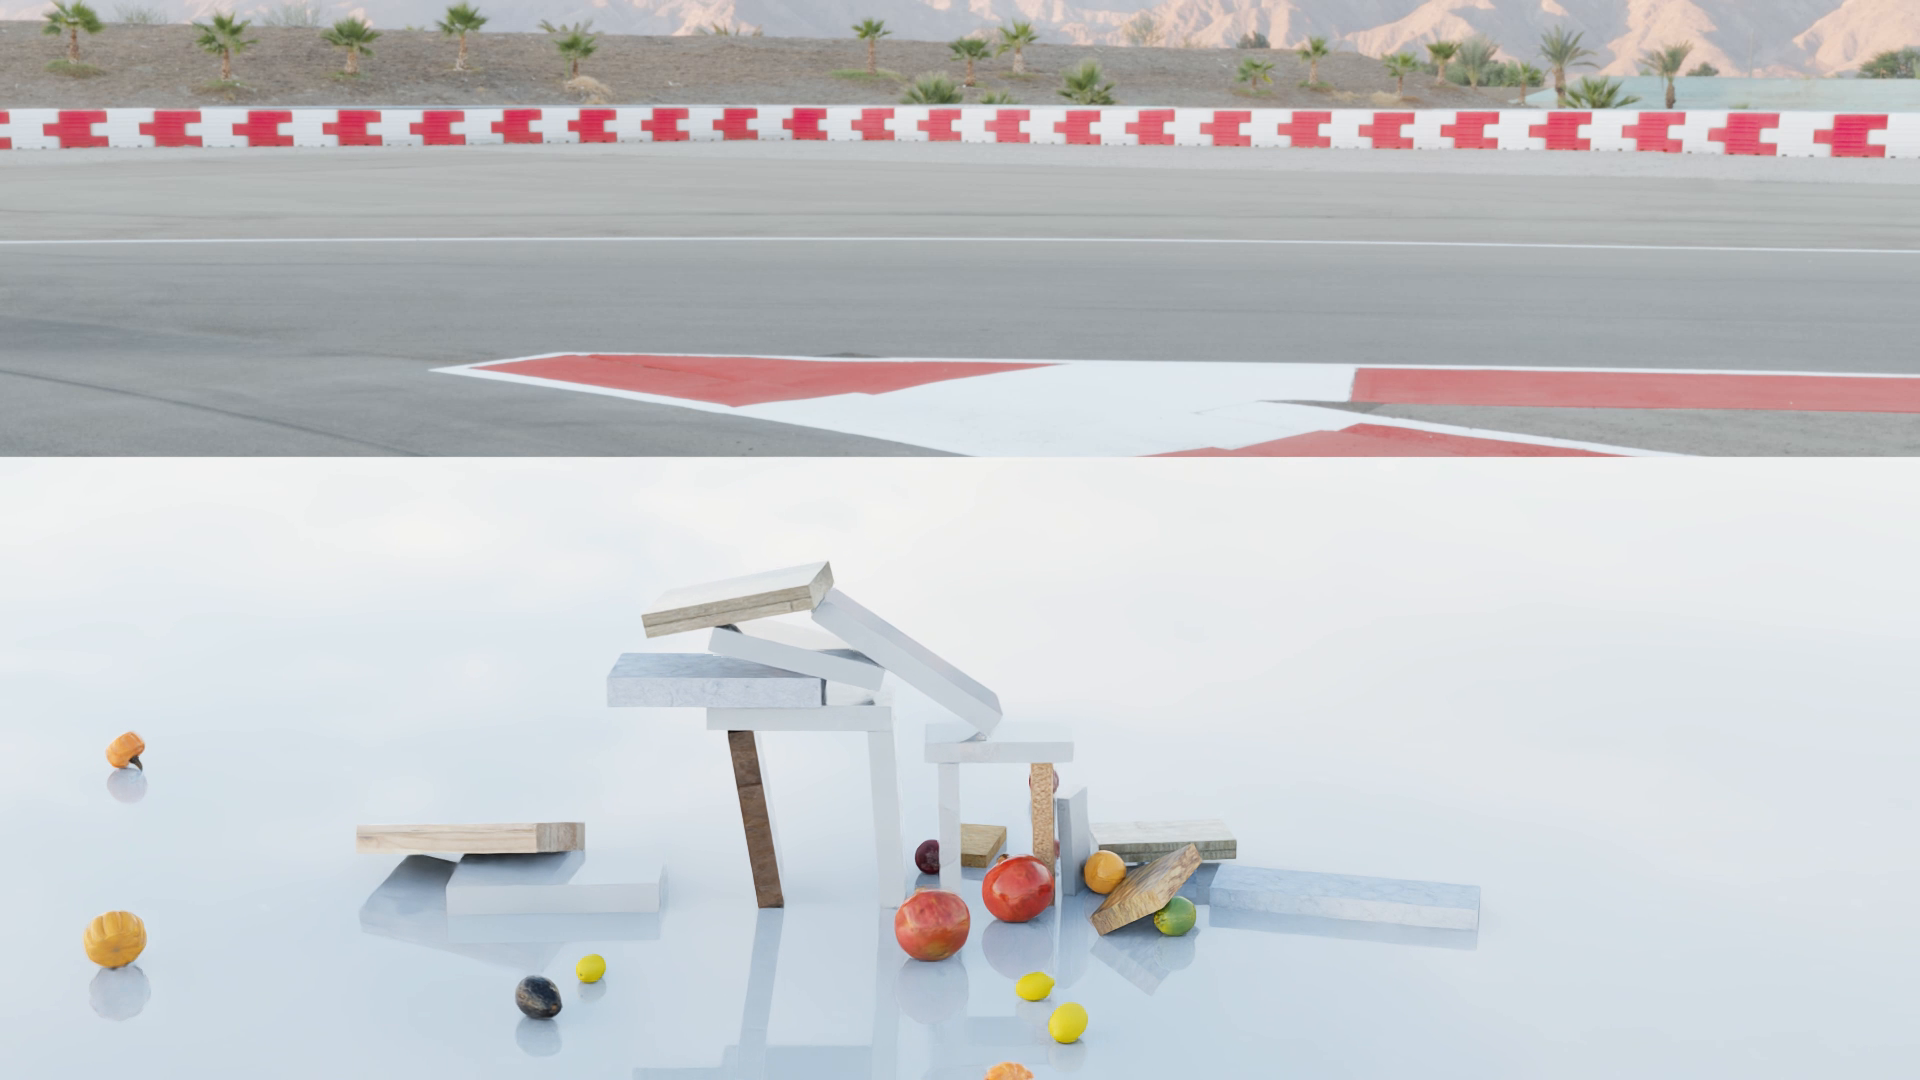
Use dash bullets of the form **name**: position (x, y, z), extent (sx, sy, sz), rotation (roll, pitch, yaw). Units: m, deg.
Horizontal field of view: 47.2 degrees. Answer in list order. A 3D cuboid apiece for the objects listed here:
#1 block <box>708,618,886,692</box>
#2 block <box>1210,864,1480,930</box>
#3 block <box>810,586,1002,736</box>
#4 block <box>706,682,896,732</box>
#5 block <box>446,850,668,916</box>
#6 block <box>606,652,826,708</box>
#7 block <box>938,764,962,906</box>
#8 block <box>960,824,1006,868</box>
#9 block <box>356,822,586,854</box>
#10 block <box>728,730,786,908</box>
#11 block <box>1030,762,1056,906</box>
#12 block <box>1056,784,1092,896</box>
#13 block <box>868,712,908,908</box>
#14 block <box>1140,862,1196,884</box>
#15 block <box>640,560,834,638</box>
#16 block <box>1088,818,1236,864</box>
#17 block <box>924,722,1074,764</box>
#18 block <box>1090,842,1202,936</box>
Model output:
- **block**: position (-0.266, 0.176, 3.572), extent (0.283, 0.040, 0.141), rotation (14, 10, -8)
- **block**: position (0.632, 0.584, 3.606), extent (0.428, 0.034, 0.120), rotation (3, 11, 15)
- **block**: position (-0.088, 0.192, 3.590), extent (0.346, 0.040, 0.141), rotation (34, 7, -8)
- **block**: position (-0.258, 0.273, 3.610), extent (0.299, 0.042, 0.149), rotation (0, 11, 1)
- **block**: position (-0.665, 0.568, 3.656), extent (0.342, 0.048, 0.171), rotation (0, 11, -3)
- **block**: position (-0.394, 0.229, 3.597), extent (0.342, 0.048, 0.171), rotation (0, 11, 0)
- **block**: position (-0.017, 0.471, 3.643), extent (0.034, 0.243, 0.122), rotation (-1, 11, 0)
- **block**: position (0.024, 0.539, 3.881), extent (0.083, 0.023, 0.166), rotation (3, 11, 13)
- **block**: position (-0.833, 0.508, 3.751), extent (0.342, 0.048, 0.171), rotation (-3, -7, 18)
- **block**: position (-0.336, 0.441, 3.644), extent (0.042, 0.299, 0.149), rotation (-9, 11, -2)
- **block**: position (0.138, 0.470, 3.649), extent (0.034, 0.243, 0.122), rotation (-1, 10, 3)
- **block**: position (0.192, 0.502, 3.685), extent (0.023, 0.166, 0.083), rotation (0, 10, 24)
- **block**: position (-0.119, 0.441, 3.645), extent (0.042, 0.299, 0.149), rotation (-4, 11, 1)
- **block**: position (0.356, 0.555, 3.793), extent (0.083, 0.023, 0.166), rotation (0, 11, -1)
- **block**: position (-0.356, 0.095, 3.537), extent (0.283, 0.040, 0.141), rotation (-10, 13, 13)
- **block**: position (0.349, 0.522, 3.815), extent (0.239, 0.034, 0.120), rotation (-1, 11, -6)
- **block**: position (0.062, 0.333, 3.622), extent (0.243, 0.034, 0.121), rotation (0, 11, -1)
- **block**: position (0.304, 0.564, 3.562), extent (0.120, 0.034, 0.239), rotation (-29, -1, 23)
